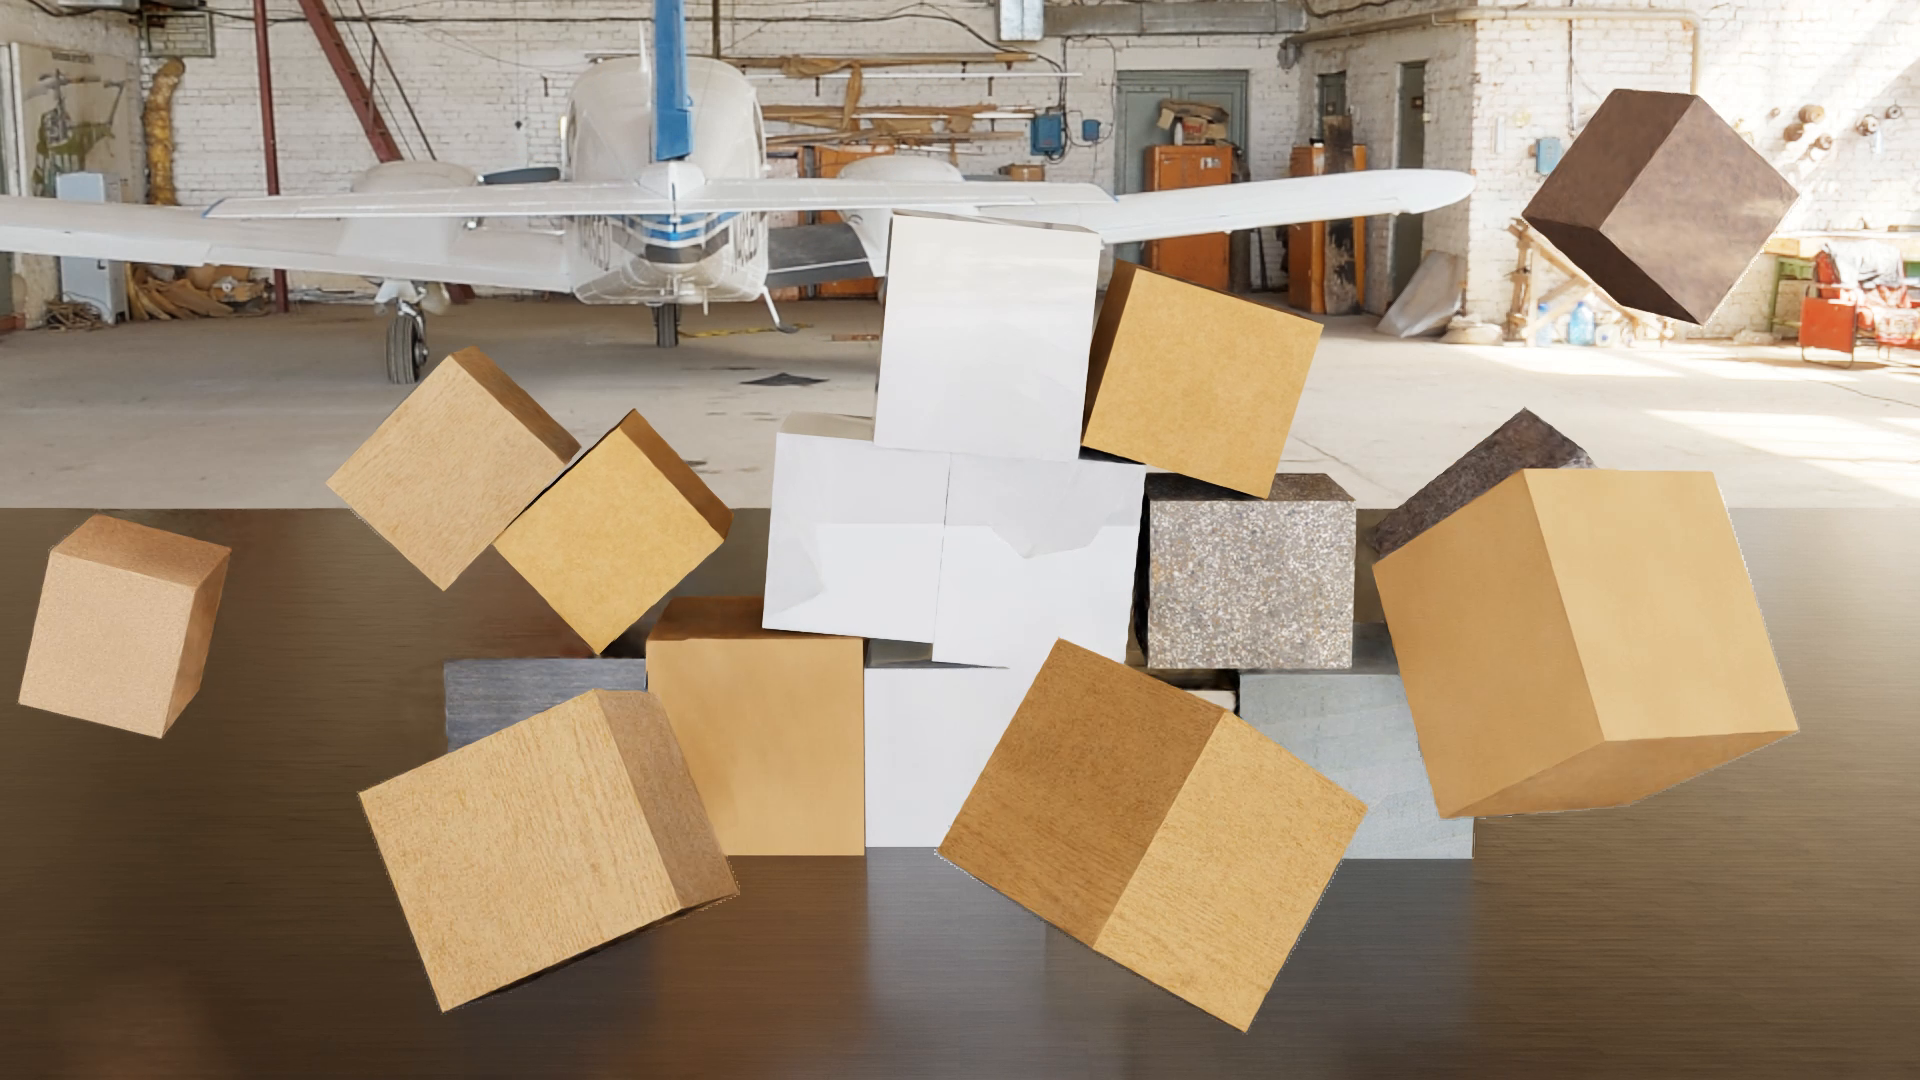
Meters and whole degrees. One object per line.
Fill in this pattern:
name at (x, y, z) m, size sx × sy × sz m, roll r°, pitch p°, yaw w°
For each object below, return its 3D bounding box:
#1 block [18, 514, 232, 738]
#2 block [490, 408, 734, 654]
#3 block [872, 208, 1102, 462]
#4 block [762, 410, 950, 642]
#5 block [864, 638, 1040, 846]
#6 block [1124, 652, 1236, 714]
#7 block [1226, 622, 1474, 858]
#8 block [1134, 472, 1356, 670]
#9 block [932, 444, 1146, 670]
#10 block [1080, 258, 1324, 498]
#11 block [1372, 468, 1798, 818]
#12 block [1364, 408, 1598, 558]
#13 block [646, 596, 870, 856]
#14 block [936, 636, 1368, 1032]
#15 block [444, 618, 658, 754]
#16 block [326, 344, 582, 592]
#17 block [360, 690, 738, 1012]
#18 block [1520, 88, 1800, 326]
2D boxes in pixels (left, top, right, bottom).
block at (-4.186, 0.420, 11.065) m, size 0.694 × 0.800 × 0.743 m, roll 15°, pitch 13°, yaw -9°
block at (-1.740, -0.059, 11.146) m, size 0.853 × 0.760 × 0.758 m, roll -42°, pitch 9°, yaw 5°
block at (0.104, -1.038, 10.915) m, size 0.981 × 1.091 × 1.037 m, roll 5°, pitch 10°, yaw -4°
block at (-0.507, -0.088, 11.168) m, size 0.843 × 0.970 × 0.914 m, roll 5°, pitch 10°, yaw -1°
block at (-0.013, 1.020, 11.381) m, size 0.923 × 0.921 × 0.801 m, roll 0°, pitch 10°, yaw 0°
block at (0.913, 1.074, 11.364) m, size 0.893 × 0.820 × 0.870 m, roll 0°, pitch 10°, yaw 0°
block at (1.955, 1.010, 11.400) m, size 1.167 × 0.934 × 1.191 m, roll 0°, pitch 10°, yaw 0°
block at (1.427, 0.141, 11.217) m, size 1.003 × 0.840 × 0.920 m, roll 0°, pitch 10°, yaw 0°
block at (0.383, 0.035, 11.207) m, size 0.947 × 1.064 × 0.923 m, roll 5°, pitch 10°, yaw -1°
block at (1.156, -0.830, 11.071) m, size 0.947 × 0.888 × 0.903 m, roll 16°, pitch 9°, yaw -5°
block at (2.002, 0.340, 7.139) m, size 0.813 × 0.885 × 0.793 m, roll 0°, pitch -23°, yaw -28°
block at (2.893, 0.099, 11.370) m, size 1.079 × 0.922 × 0.880 m, roll -39°, pitch 16°, yaw 7°
block at (-1.005, 0.933, 11.359) m, size 1.058 × 1.099 × 1.053 m, roll 0°, pitch 10°, yaw 0°
block at (0.601, 0.919, 6.975) m, size 0.730 × 0.800 × 0.857 m, roll 34°, pitch -7°, yaw -35°
block at (-2.041, 0.986, 11.356) m, size 0.992 × 0.996 × 0.949 m, roll 0°, pitch 10°, yaw 0°
block at (-2.500, -0.380, 10.990) m, size 0.757 × 0.855 × 0.909 m, roll 44°, pitch 3°, yaw -9°
block at (-1.446, 1.089, 7.865) m, size 0.906 × 0.803 × 0.787 m, roll -24°, pitch -8°, yaw 6°
block at (3.375, -1.621, 10.635) m, size 0.769 × 0.771 × 0.696 m, roll 36°, pitch 2°, yaw -22°
